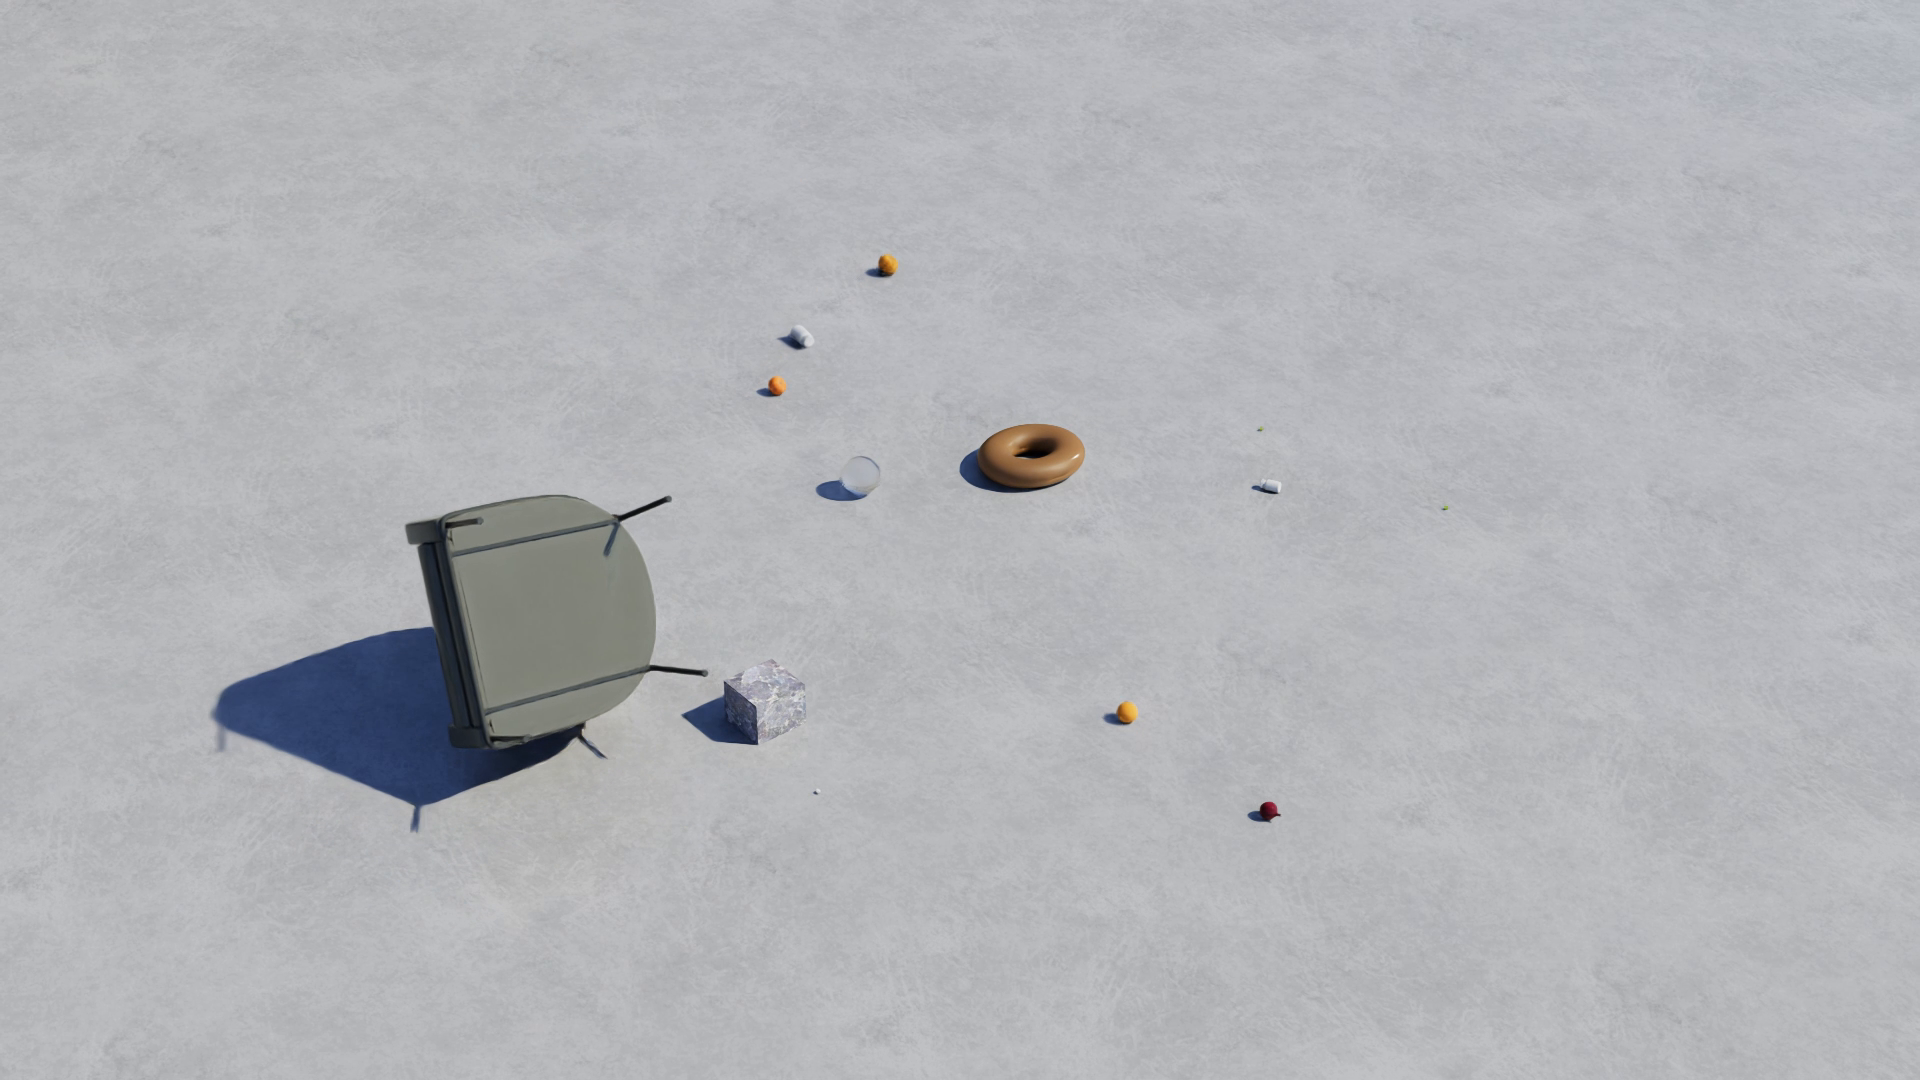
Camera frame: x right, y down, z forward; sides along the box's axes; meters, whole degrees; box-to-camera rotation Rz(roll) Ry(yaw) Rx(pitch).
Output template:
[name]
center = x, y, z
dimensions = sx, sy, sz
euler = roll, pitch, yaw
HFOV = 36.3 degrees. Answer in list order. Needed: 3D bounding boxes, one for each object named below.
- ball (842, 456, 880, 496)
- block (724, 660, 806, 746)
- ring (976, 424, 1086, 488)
[ball]
center = -0.377, -0.246, 11.181
dimensions = 0.150, 0.150, 0.150
euler = 0, 33, 0
[block]
center = -0.662, 0.550, 9.963
dimensions = 0.200, 0.162, 0.193
euler = -24, 40, -31
[ring]
center = 0.275, -0.327, 11.347
dimensions = 0.441, 0.105, 0.373
euler = -19, 38, -27
